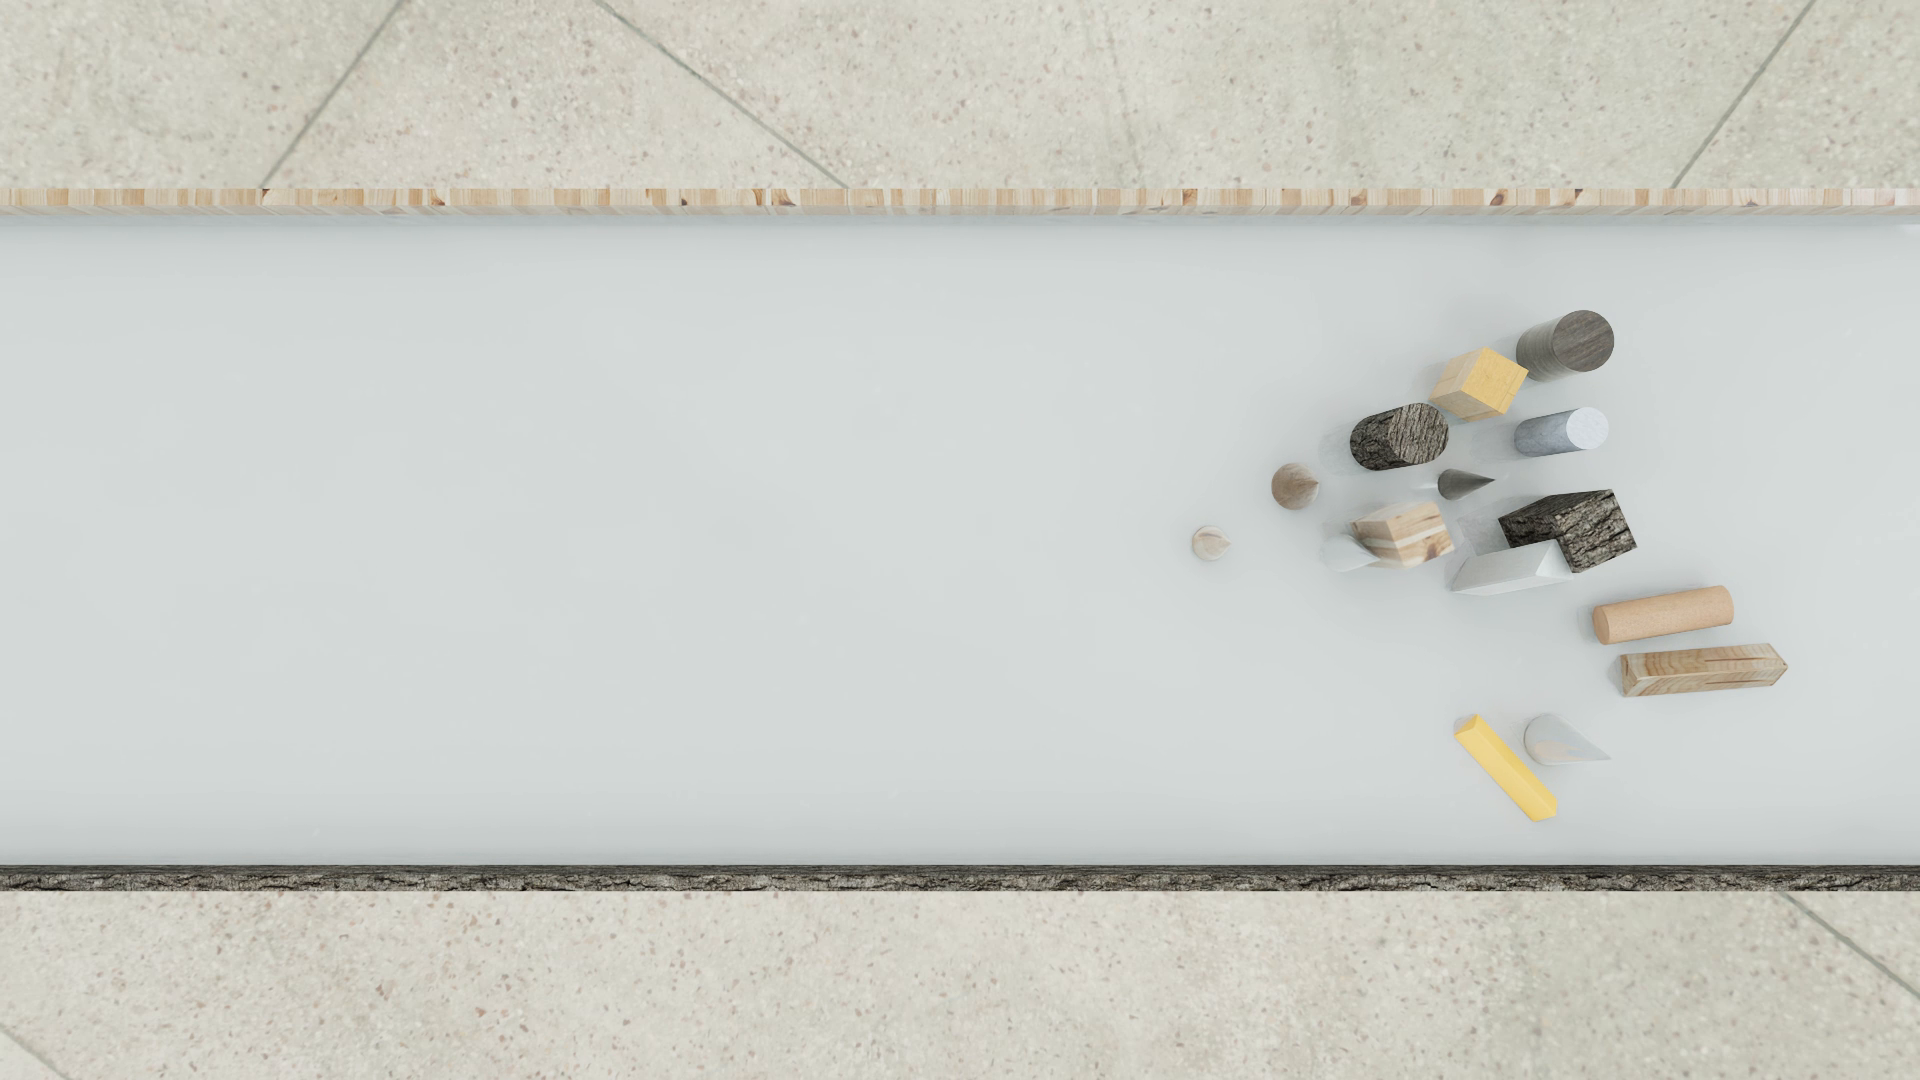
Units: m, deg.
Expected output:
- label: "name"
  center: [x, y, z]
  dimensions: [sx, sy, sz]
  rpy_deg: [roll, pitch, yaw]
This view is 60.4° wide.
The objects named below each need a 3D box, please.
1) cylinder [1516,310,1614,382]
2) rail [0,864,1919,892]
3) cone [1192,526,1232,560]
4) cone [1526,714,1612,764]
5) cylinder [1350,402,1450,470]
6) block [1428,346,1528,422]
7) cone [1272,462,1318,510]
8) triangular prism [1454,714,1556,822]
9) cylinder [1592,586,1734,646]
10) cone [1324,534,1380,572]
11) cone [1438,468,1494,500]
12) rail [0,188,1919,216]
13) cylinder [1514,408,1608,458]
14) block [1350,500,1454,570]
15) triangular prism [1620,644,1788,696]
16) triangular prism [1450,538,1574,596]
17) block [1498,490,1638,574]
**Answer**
- label: "cylinder"
  center: [1.800, -0.575, 4.919]
  dimensions: [0.180, 0.315, 0.180]
  rpy_deg: [0, 90, 0]
- label: "rail"
  center: [-2.247, 1.025, 5.001]
  dimensions: [12.000, 0.150, 0.050]
  rpy_deg: [0, 90, 0]
- label: "cone"
  center: [0.768, 0.010, 4.866]
  dimensions: [0.109, 0.421, 0.109]
  rpy_deg: [0, 90, 0]
- label: "cone"
  center: [1.826, 0.616, 4.855]
  dimensions: [0.158, 0.436, 0.158]
  rpy_deg: [0, 91, -3]
- label: "cylinder"
  center: [1.286, -0.299, 4.851]
  dimensions: [0.172, 0.451, 0.172]
  rpy_deg: [0, 90, 0]
- label: "block"
  center: [1.538, -0.459, 4.910]
  dimensions: [0.144, 0.333, 0.144]
  rpy_deg: [29, 90, 0]
- label: "cone"
  center: [1.031, -0.165, 4.910]
  dimensions: [0.147, 0.334, 0.147]
  rpy_deg: [0, 90, 0]
- label: "triangular prism"
  center: [1.678, 0.700, 5.032]
  dimensions: [0.098, 0.085, 0.361]
  rpy_deg: [-43, 90, 0]
- label: "cylinder"
  center: [2.137, 0.229, 5.016]
  dimensions: [0.380, 0.121, 0.121]
  rpy_deg: [-10, 90, 0]
- label: "cone"
  center: [1.183, 0.048, 4.871]
  dimensions: [0.117, 0.405, 0.117]
  rpy_deg: [0, 92, -2]
- label: "cone"
  center: [1.520, -0.171, 4.875]
  dimensions: [0.102, 0.402, 0.102]
  rpy_deg: [0, 90, 0]
- label: "rail"
  center: [-2.247, -1.025, 5.002]
  dimensions: [12.000, 0.150, 0.050]
  rpy_deg: [0, 90, 0]
- label: "cylinder"
  center: [1.764, -0.314, 4.856]
  dimensions: [0.119, 0.441, 0.119]
  rpy_deg: [0, 90, 0]
- label: "block"
  center: [1.293, -0.014, 4.850]
  dimensions: [0.148, 0.451, 0.148]
  rpy_deg: [-22, 90, 1]
- label: "triangular prism"
  center: [2.265, 0.400, 5.018]
  dimensions: [0.457, 0.111, 0.128]
  rpy_deg: [-4, 90, 0]
- label: "triangular prism"
  center: [1.623, 0.080, 4.866]
  dimensions: [0.126, 0.423, 0.109]
  rpy_deg: [6, 80, -16]
- label: "block"
  center: [1.777, -0.023, 4.848]
  dimensions: [0.179, 0.453, 0.179]
  rpy_deg: [-24, 90, -2]
